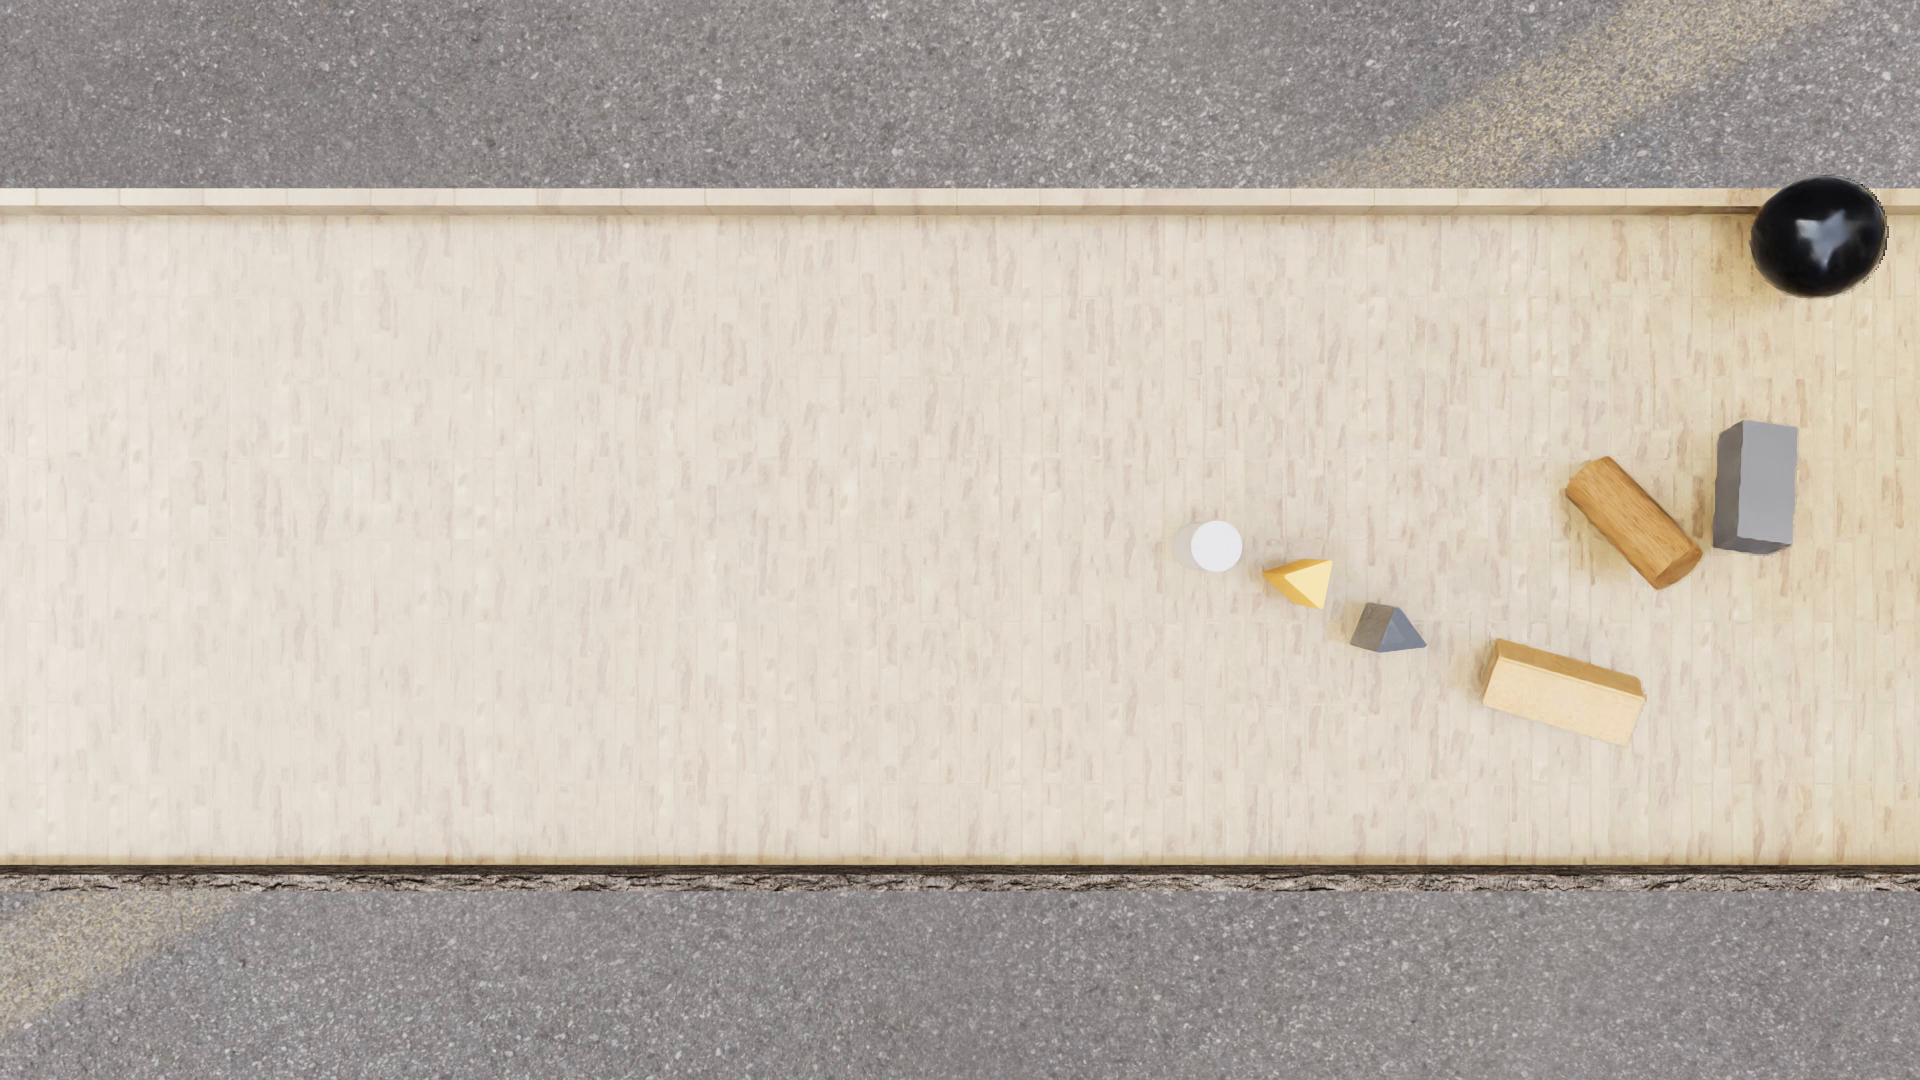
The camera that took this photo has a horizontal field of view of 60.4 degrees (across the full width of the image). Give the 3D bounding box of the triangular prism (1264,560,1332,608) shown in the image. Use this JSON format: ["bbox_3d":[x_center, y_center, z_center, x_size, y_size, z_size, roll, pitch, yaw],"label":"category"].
[{"bbox_3d":[1.023,0.105,4.898,0.141,0.358,0.122,42,90,0],"label":"triangular prism"}]

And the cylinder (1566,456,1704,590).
[{"bbox_3d":[1.997,-0.052,4.896,0.172,0.172,0.392,-33,57,0],"label":"cylinder"}]

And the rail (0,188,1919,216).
[{"bbox_3d":[-2.247,-1.025,5.002,12.000,0.150,0.050,0,90,0],"label":"rail"}]

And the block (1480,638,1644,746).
[{"bbox_3d":[1.796,0.452,4.934,0.422,0.162,0.162,16,111,11],"label":"block"}]

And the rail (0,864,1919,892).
[{"bbox_3d":[-2.247,1.025,5.001,12.000,0.150,0.050,0,90,0],"label":"rail"}]

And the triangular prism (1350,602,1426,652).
[{"bbox_3d":[1.263,0.252,4.907,0.141,0.338,0.123,-7,90,0],"label":"triangular prism"}]

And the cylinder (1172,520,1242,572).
[{"bbox_3d":[0.727,0.018,4.872,0.145,0.408,0.145,0,90,0],"label":"cylinder"}]

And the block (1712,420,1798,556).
[{"bbox_3d":[2.360,-0.154,4.897,0.160,0.160,0.356,8,78,1],"label":"block"}]

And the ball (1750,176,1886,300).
[{"bbox_3d":[2.494,-0.878,4.800,0.353,0.353,0.353,0,90,0],"label":"ball"}]
